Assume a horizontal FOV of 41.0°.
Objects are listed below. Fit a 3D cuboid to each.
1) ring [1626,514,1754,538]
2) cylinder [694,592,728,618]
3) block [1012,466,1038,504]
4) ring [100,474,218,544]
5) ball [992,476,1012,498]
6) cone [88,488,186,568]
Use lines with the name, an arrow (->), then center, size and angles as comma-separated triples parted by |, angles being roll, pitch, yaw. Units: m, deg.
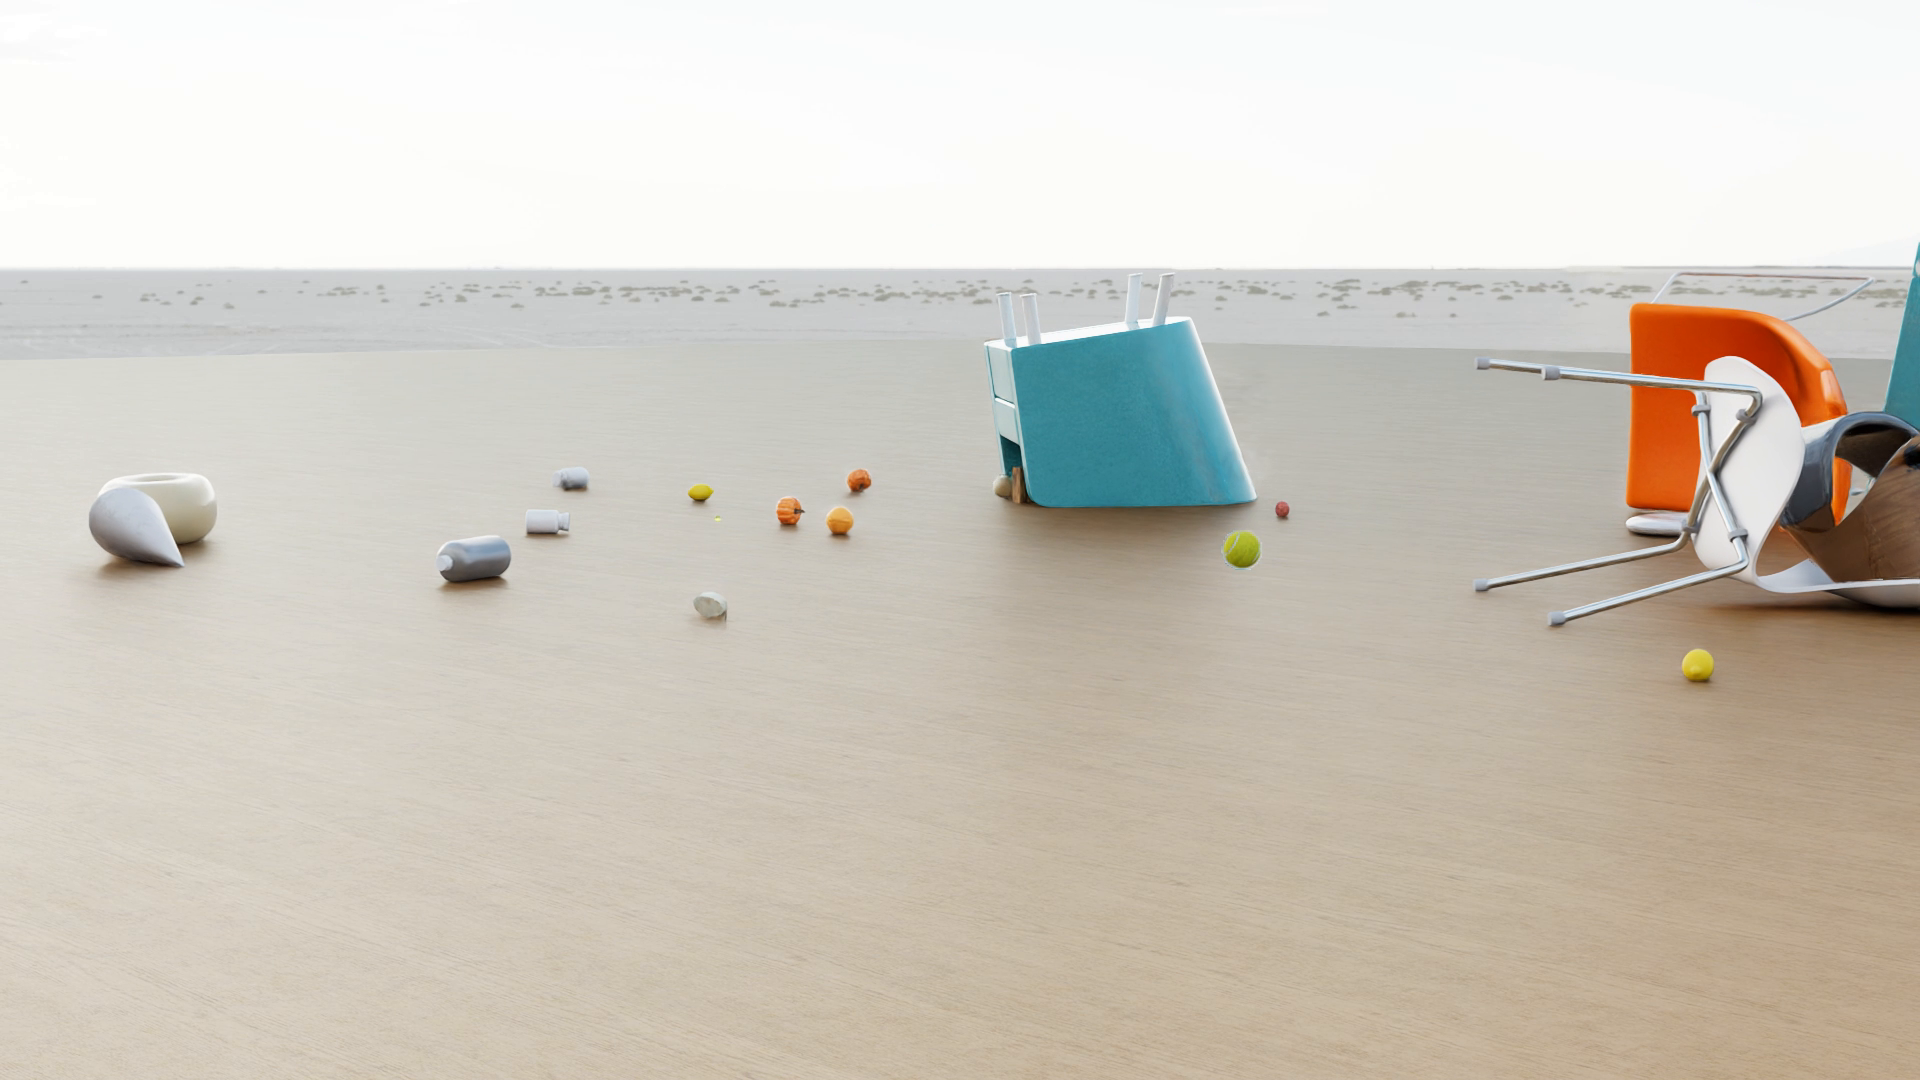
ring -> 1.866, -0.038, 6.560 | 0.322, 0.045, 0.315 | -4, 7, -37
cylinder -> -0.486, 0.125, 4.998 | 0.059, 0.037, 0.071 | 22, 7, 1
block -> 0.192, -0.161, 7.481 | 0.066, 0.102, 0.038 | -4, 7, -33
ring -> -2.005, -0.077, 6.409 | 0.284, 0.158, 0.497 | -2, 6, -9
ball -> 0.128, -0.157, 7.623 | 0.064, 0.064, 0.064 | 0, 6, 0
cone -> -1.840, 0.012, 5.873 | 0.234, 0.158, 0.238 | 30, -12, 32
